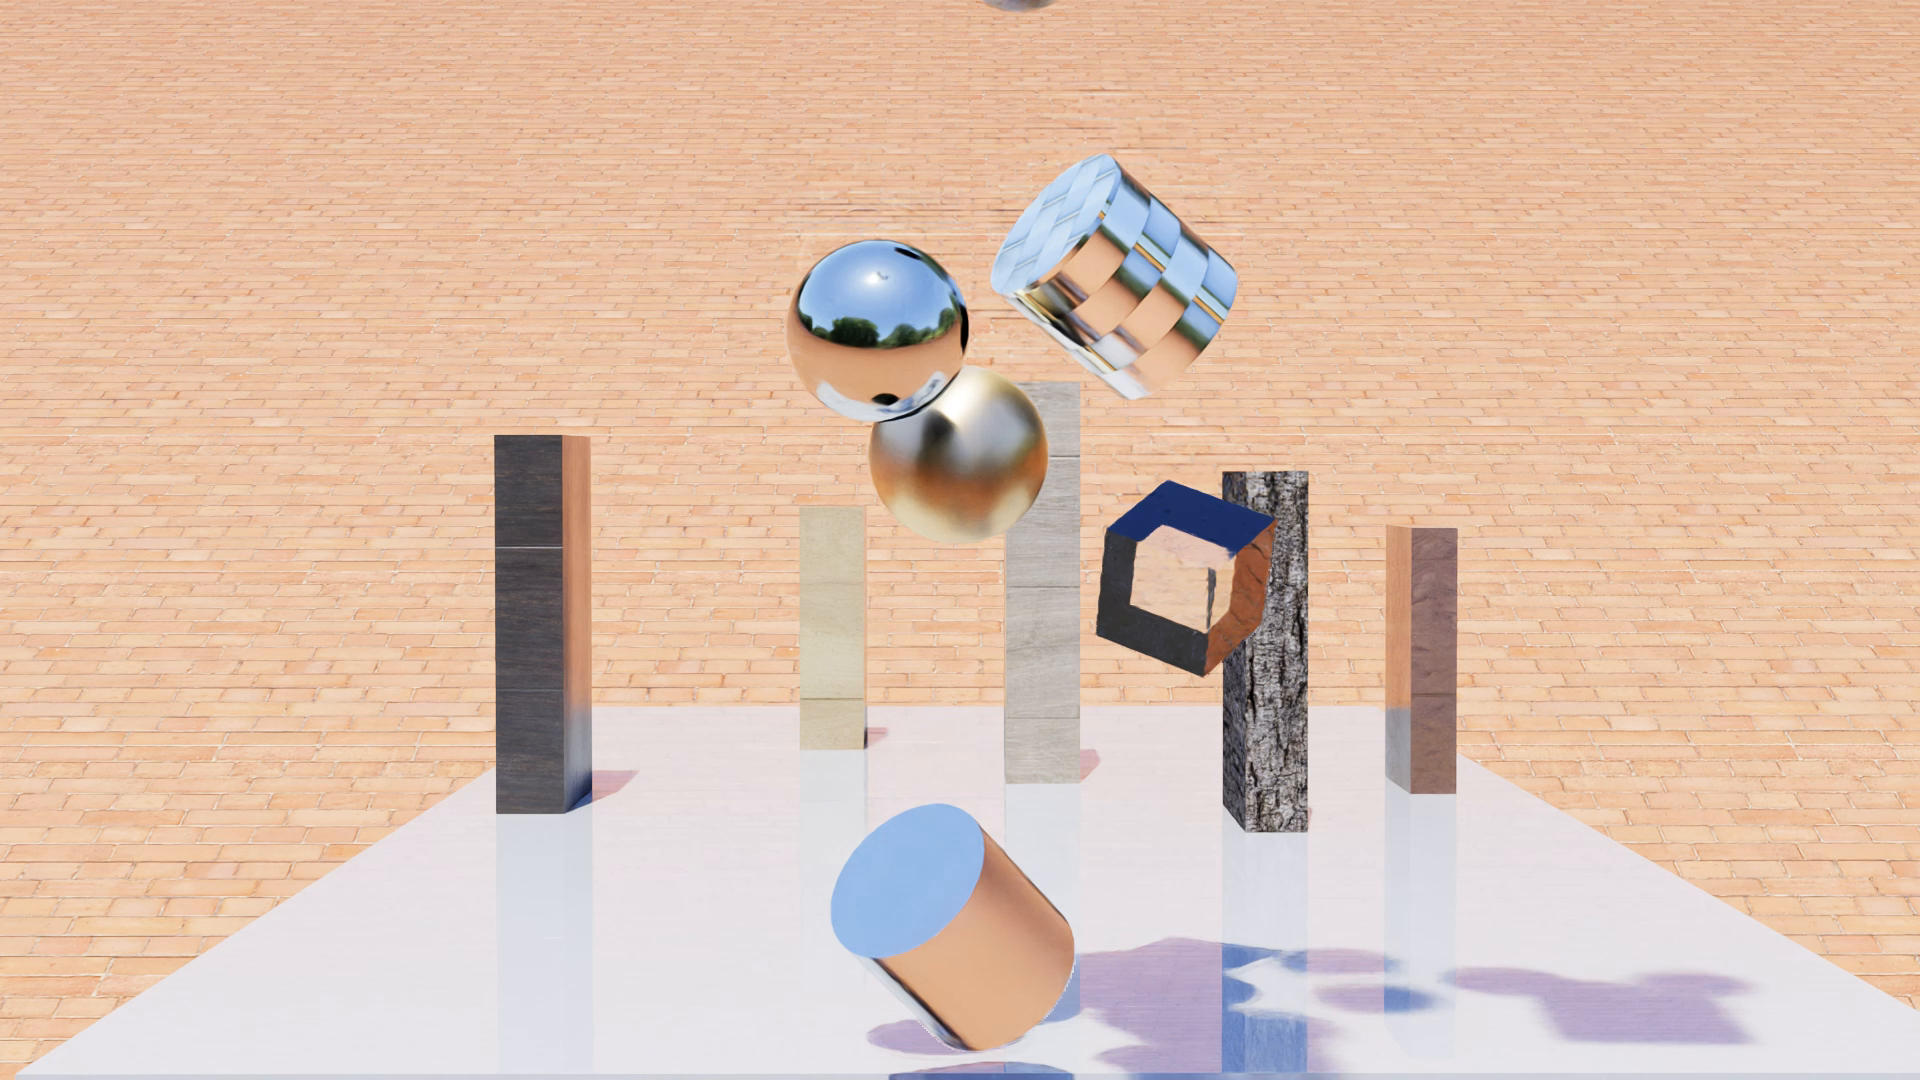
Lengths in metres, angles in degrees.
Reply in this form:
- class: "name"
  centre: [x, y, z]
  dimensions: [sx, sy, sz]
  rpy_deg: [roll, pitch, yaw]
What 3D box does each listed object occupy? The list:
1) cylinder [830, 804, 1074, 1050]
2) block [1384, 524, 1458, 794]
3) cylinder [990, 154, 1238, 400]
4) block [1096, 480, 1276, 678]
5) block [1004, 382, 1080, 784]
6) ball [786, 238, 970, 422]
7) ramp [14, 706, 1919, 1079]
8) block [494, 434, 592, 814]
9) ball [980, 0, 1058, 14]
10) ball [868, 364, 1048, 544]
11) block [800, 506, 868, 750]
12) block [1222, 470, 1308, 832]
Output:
- class: "cylinder"
  centre: [-0.006, 0.363, 2.418]
  dimensions: [0.167, 0.167, 0.167]
  rpy_deg: [-24, 39, 21]
- class: "block"
  centre: [0.876, 0.220, 4.906]
  dimensions: [0.085, 0.493, 0.284]
  rpy_deg: [0, 2, 0]
- class: "cylinder"
  centre: [0.153, -0.261, 2.569]
  dimensions: [0.174, 0.174, 0.174]
  rpy_deg: [39, 14, -23]
- class: "block"
  centre: [0.258, 0.043, 2.960]
  dimensions: [0.143, 0.143, 0.143]
  rpy_deg: [21, 35, 26]
- class: "block"
  centre: [0.159, 0.079, 5.051]
  dimensions: [0.142, 0.768, 0.247]
  rpy_deg: [0, 2, 0]
- class: "ball"
  centre: [-0.075, -0.192, 2.367]
  dimensions: [0.169, 0.169, 0.169]
  rpy_deg: [0, 26, 0]
- class: "ramp"
  centre: [0.058, 0.527, 4.564]
  dimensions: [2.000, 0.100, 4.000]
  rpy_deg: [0, 2, 0]
- class: "block"
  centre: [-0.751, 0.143, 4.667]
  dimensions: [0.119, 0.662, 0.349]
  rpy_deg: [0, 2, 0]
- class: "ball"
  centre: [0.058, -0.593, 2.549]
  dimensions: [0.141, 0.141, 0.141]
  rpy_deg: [0, 26, 0]
- class: "ball"
  centre: [-0.002, -0.085, 2.559]
  dimensions: [0.179, 0.179, 0.179]
  rpy_deg: [0, 26, 0]
- class: "block"
  centre: [-0.276, 0.187, 5.654]
  dimensions: [0.137, 0.521, 0.247]
  rpy_deg: [0, 2, 0]
- class: "block"
  centre: [0.523, 0.180, 4.443]
  dimensions: [0.103, 0.599, 0.371]
  rpy_deg: [0, 2, 0]
